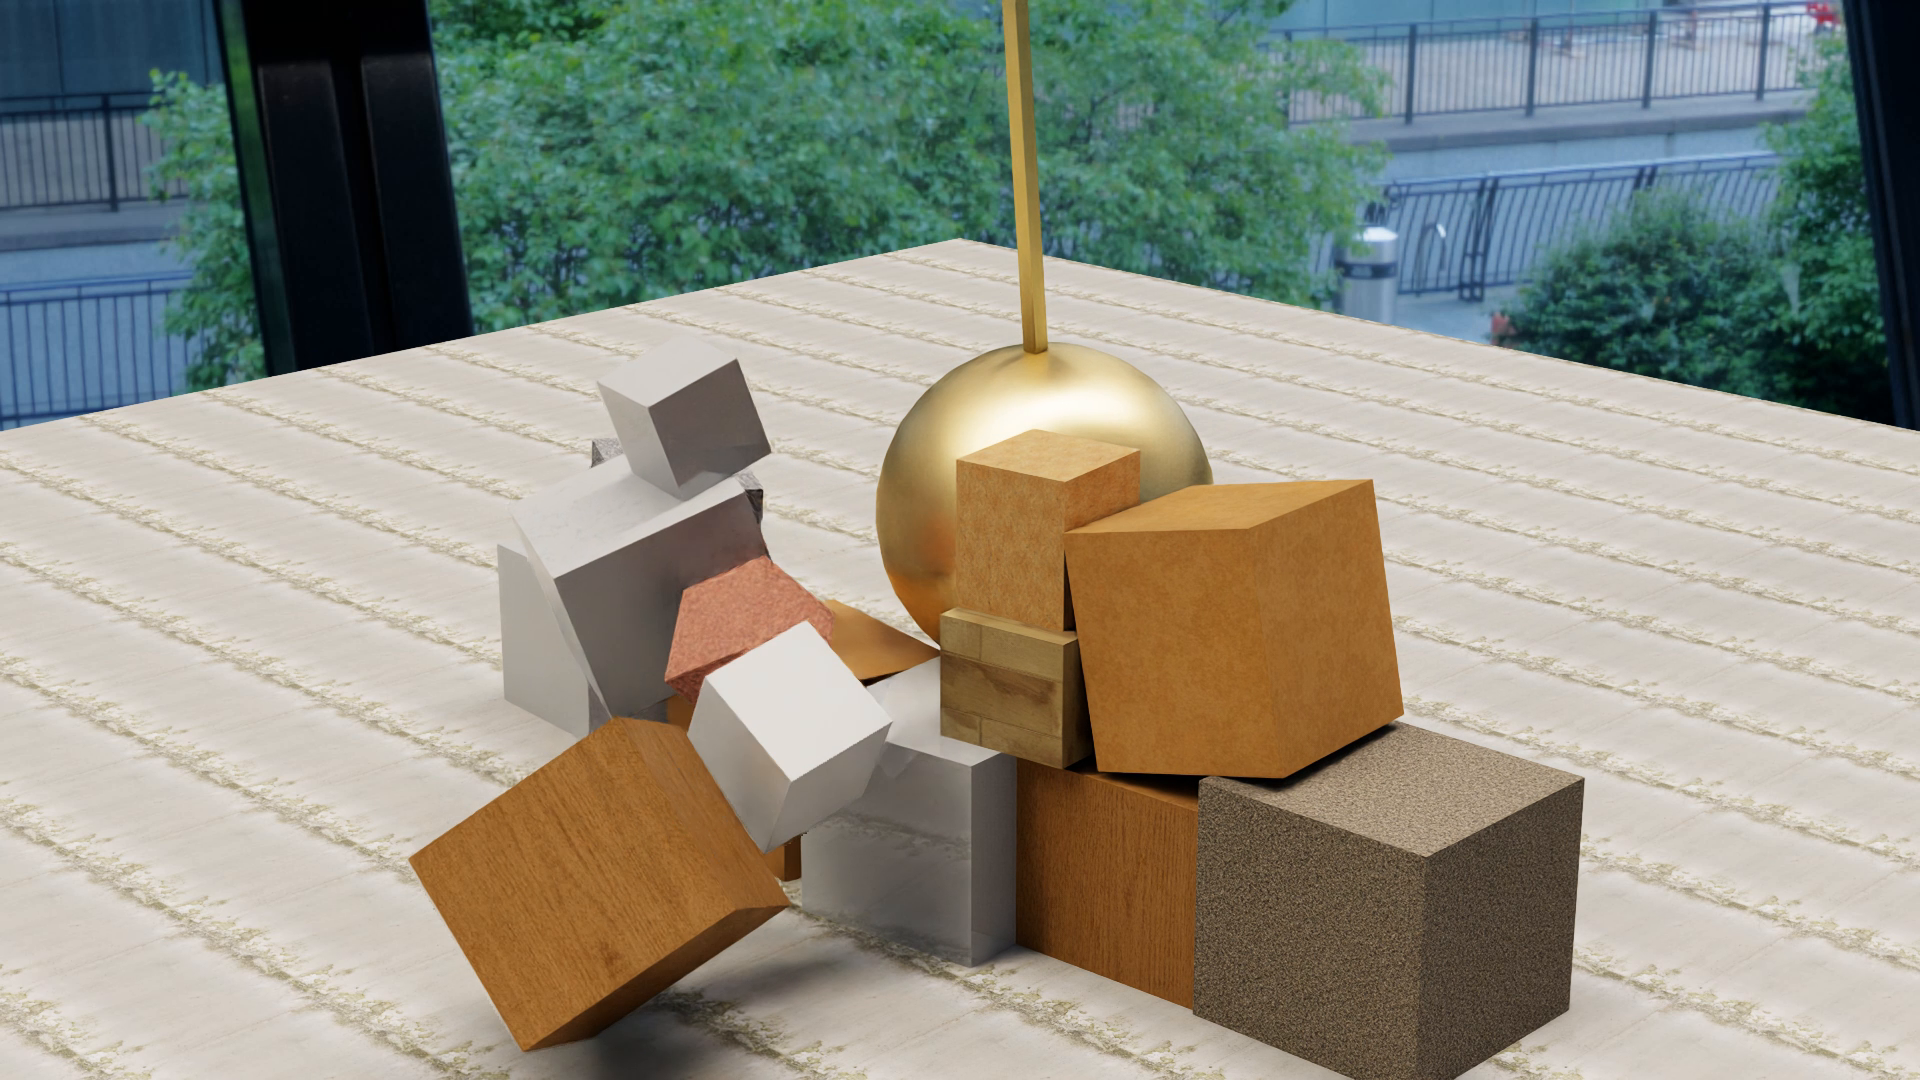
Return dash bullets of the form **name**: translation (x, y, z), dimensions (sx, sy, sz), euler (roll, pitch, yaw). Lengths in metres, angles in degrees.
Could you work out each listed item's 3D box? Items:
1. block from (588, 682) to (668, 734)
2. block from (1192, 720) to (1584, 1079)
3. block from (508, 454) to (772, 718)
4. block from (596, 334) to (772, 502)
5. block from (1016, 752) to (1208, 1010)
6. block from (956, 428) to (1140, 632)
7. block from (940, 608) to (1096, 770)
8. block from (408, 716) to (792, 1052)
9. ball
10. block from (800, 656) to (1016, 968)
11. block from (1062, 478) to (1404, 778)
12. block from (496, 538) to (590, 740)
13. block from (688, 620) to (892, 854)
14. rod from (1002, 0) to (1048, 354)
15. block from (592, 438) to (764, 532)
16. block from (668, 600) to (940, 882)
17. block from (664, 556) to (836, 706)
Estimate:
- **block**: translation (-1.231, 0.714, 14.758), dimensions (0.927, 0.788, 0.964), euler (-12, 21, -34)
- **block**: translation (1.742, 1.459, 11.972), dimensions (1.105, 1.038, 1.105), euler (16, 23, 41)
- **block**: translation (-1.431, 0.141, 13.657), dimensions (0.944, 0.792, 0.911), euler (-25, 29, -11)
- **block**: translation (-1.264, -0.565, 13.432), dimensions (0.484, 0.502, 0.524), euler (-31, 30, -22)
- **block**: translation (0.945, 1.320, 12.667), dimensions (0.989, 0.886, 1.000), euler (15, 23, 39)
- **block**: translation (0.375, -0.050, 12.475), dimensions (0.550, 0.656, 0.572), euler (13, 22, 34)
- **block**: translation (0.355, 0.563, 12.543), dimensions (0.642, 0.549, 0.606), euler (13, 22, 36)
- **block**: translation (-1.396, 1.344, 11.516), dimensions (0.985, 0.866, 0.884), euler (-34, -11, 5)
- **ball**: translation (0.402, -0.128, 13.722), dimensions (1.600, 1.600, 1.600), euler (0, 17, 0)
- **block**: translation (-0.010, 1.178, 13.049), dimensions (0.956, 0.928, 1.031), euler (13, 22, 36)
- **block**: translation (1.147, 0.355, 12.210), dimensions (0.915, 1.016, 0.961), euler (-1, 12, 39)
- **block**: translation (-1.819, 0.453, 15.449), dimensions (0.864, 0.872, 0.871), euler (-14, 22, -37)
- **block**: translation (-0.729, 0.824, 12.245), dimensions (0.538, 0.613, 0.582), euler (-30, 68, -31)
- **rod**: translation (0.174, -3.289, 12.491), dimensions (0.080, 5.200, 0.080), euler (17, 29, 42)
- **block**: translation (-1.429, -0.072, 14.653), dimensions (0.688, 0.668, 0.771), euler (-3, 24, -18)
- **block**: translation (-0.710, 0.926, 13.908), dimensions (0.953, 0.892, 1.047), euler (-12, 21, -33)
- **block**: translation (-0.925, 0.474, 12.970), dimensions (0.486, 0.486, 0.511), euler (-22, 42, 32)
